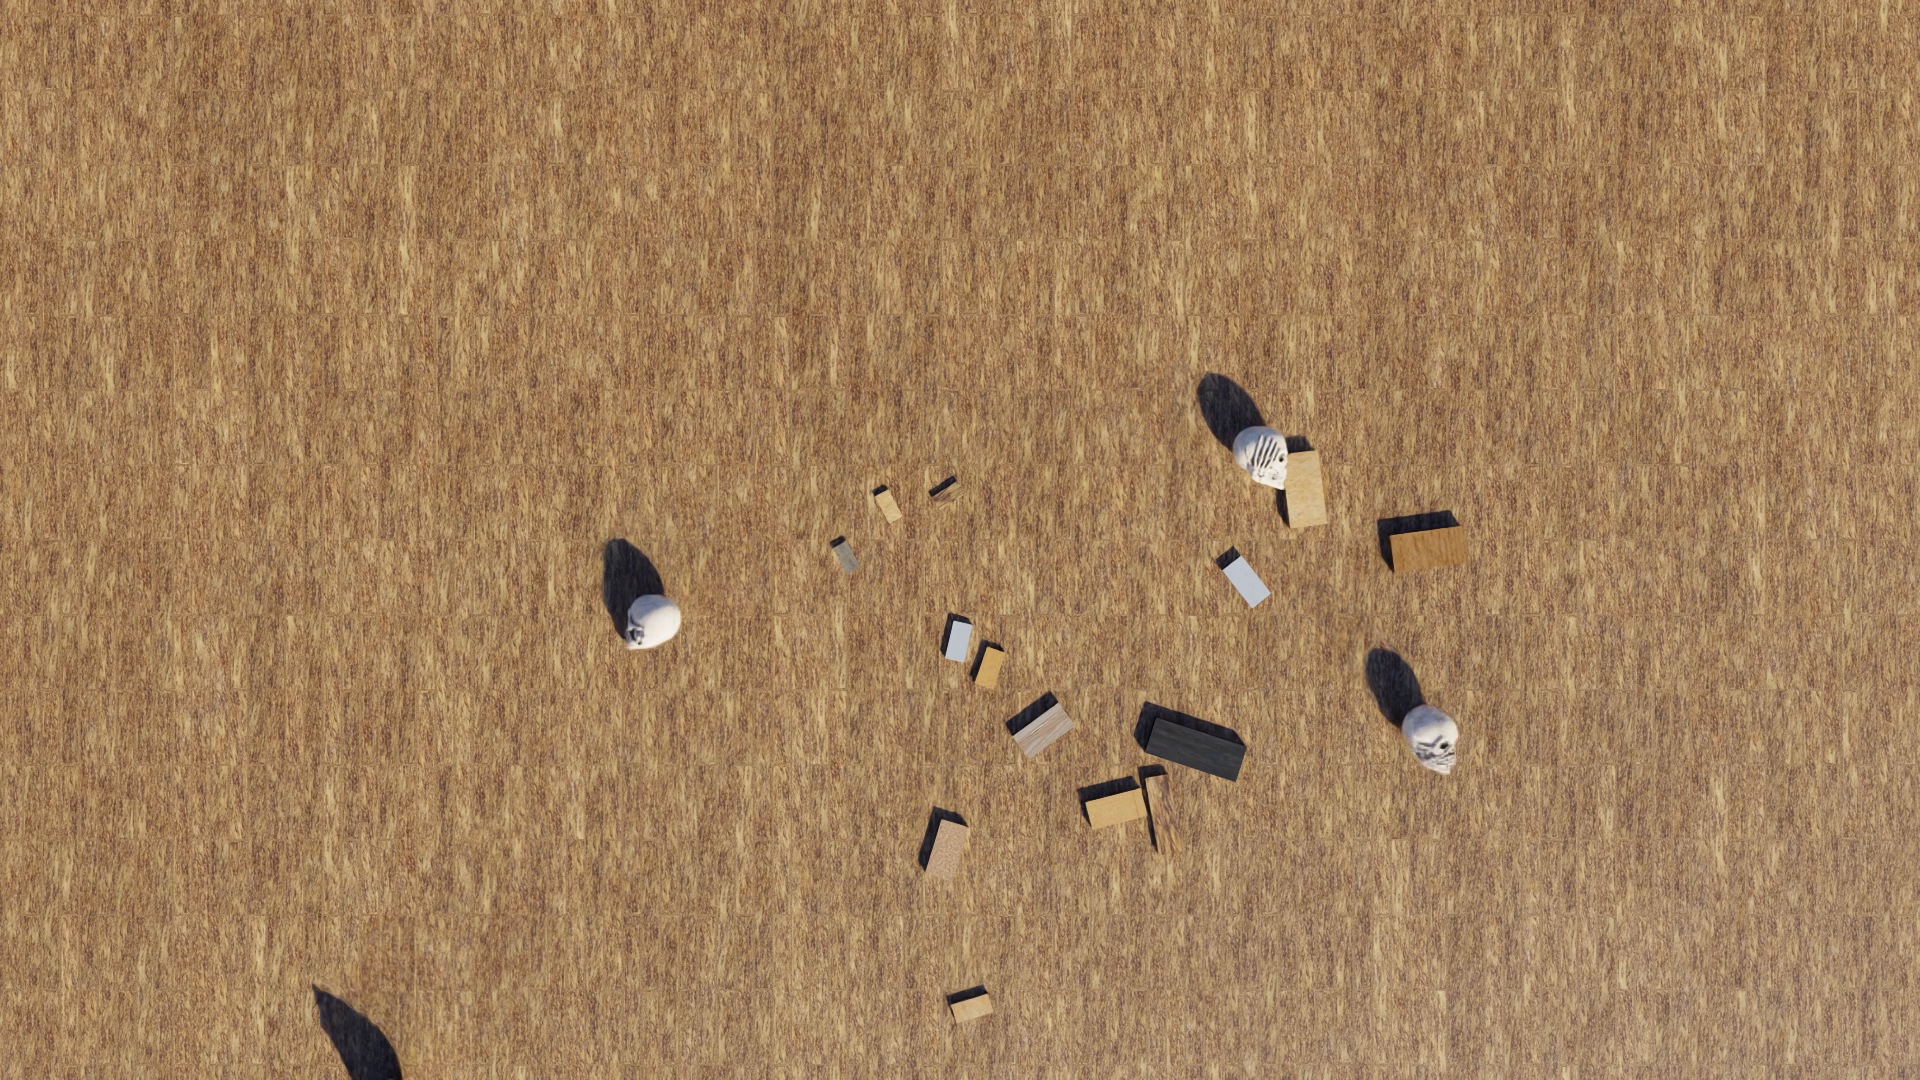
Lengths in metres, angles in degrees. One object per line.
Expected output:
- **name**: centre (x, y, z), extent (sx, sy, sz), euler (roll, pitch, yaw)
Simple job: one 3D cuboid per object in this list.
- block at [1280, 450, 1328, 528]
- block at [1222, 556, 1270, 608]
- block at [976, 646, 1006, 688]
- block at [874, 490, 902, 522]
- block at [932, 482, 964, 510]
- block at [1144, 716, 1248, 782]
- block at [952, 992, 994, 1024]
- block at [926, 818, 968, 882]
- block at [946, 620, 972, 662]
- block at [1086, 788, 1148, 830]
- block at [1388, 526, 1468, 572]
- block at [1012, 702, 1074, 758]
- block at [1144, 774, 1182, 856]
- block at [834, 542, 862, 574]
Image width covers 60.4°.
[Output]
- **block**: centre (1.140, -0.168, 5.483), extent (0.123, 0.035, 0.247), euler (-7, 90, 0)
- **block**: centre (0.952, 0.139, 5.489), extent (0.080, 0.023, 0.160), euler (-38, 90, 0)
- **block**: centre (0.100, 0.425, 5.491), extent (0.064, 0.018, 0.128), euler (19, 90, 0)
- **block**: centre (-0.237, -0.112, 5.493), extent (0.050, 0.014, 0.101), euler (-28, 90, 0)
- **block**: centre (-0.038, -0.147, 5.493), extent (0.101, 0.014, 0.050), euler (-33, 90, 0)
- **block**: centre (0.782, 0.695, 5.483), extent (0.316, 0.035, 0.123), euler (18, 90, 0)
- **block**: centre (0.041, 1.557, 5.491), extent (0.128, 0.018, 0.064), euler (-17, 90, 0)
- **block**: centre (-0.043, 1.031, 5.487), extent (0.095, 0.027, 0.189), euler (17, 90, 0)
- **block**: centre (-0.004, 0.338, 5.491), extent (0.064, 0.018, 0.128), euler (13, 90, 0)
- **block**: centre (0.519, 0.893, 5.487), extent (0.189, 0.027, 0.095), euler (-14, 90, 0)
- **block**: centre (1.555, 0.029, 5.483), extent (0.247, 0.035, 0.123), euler (-8, 90, 0)
- **block**: centre (0.279, 0.634, 5.487), extent (0.189, 0.027, 0.094), euler (-36, 90, 0)
- **block**: centre (0.677, 0.912, 5.489), extent (0.080, 0.023, 0.261), euler (-10, 90, 0)
- **block**: centre (-0.376, 0.059, 5.493), extent (0.050, 0.014, 0.101), euler (-30, 90, 0)
